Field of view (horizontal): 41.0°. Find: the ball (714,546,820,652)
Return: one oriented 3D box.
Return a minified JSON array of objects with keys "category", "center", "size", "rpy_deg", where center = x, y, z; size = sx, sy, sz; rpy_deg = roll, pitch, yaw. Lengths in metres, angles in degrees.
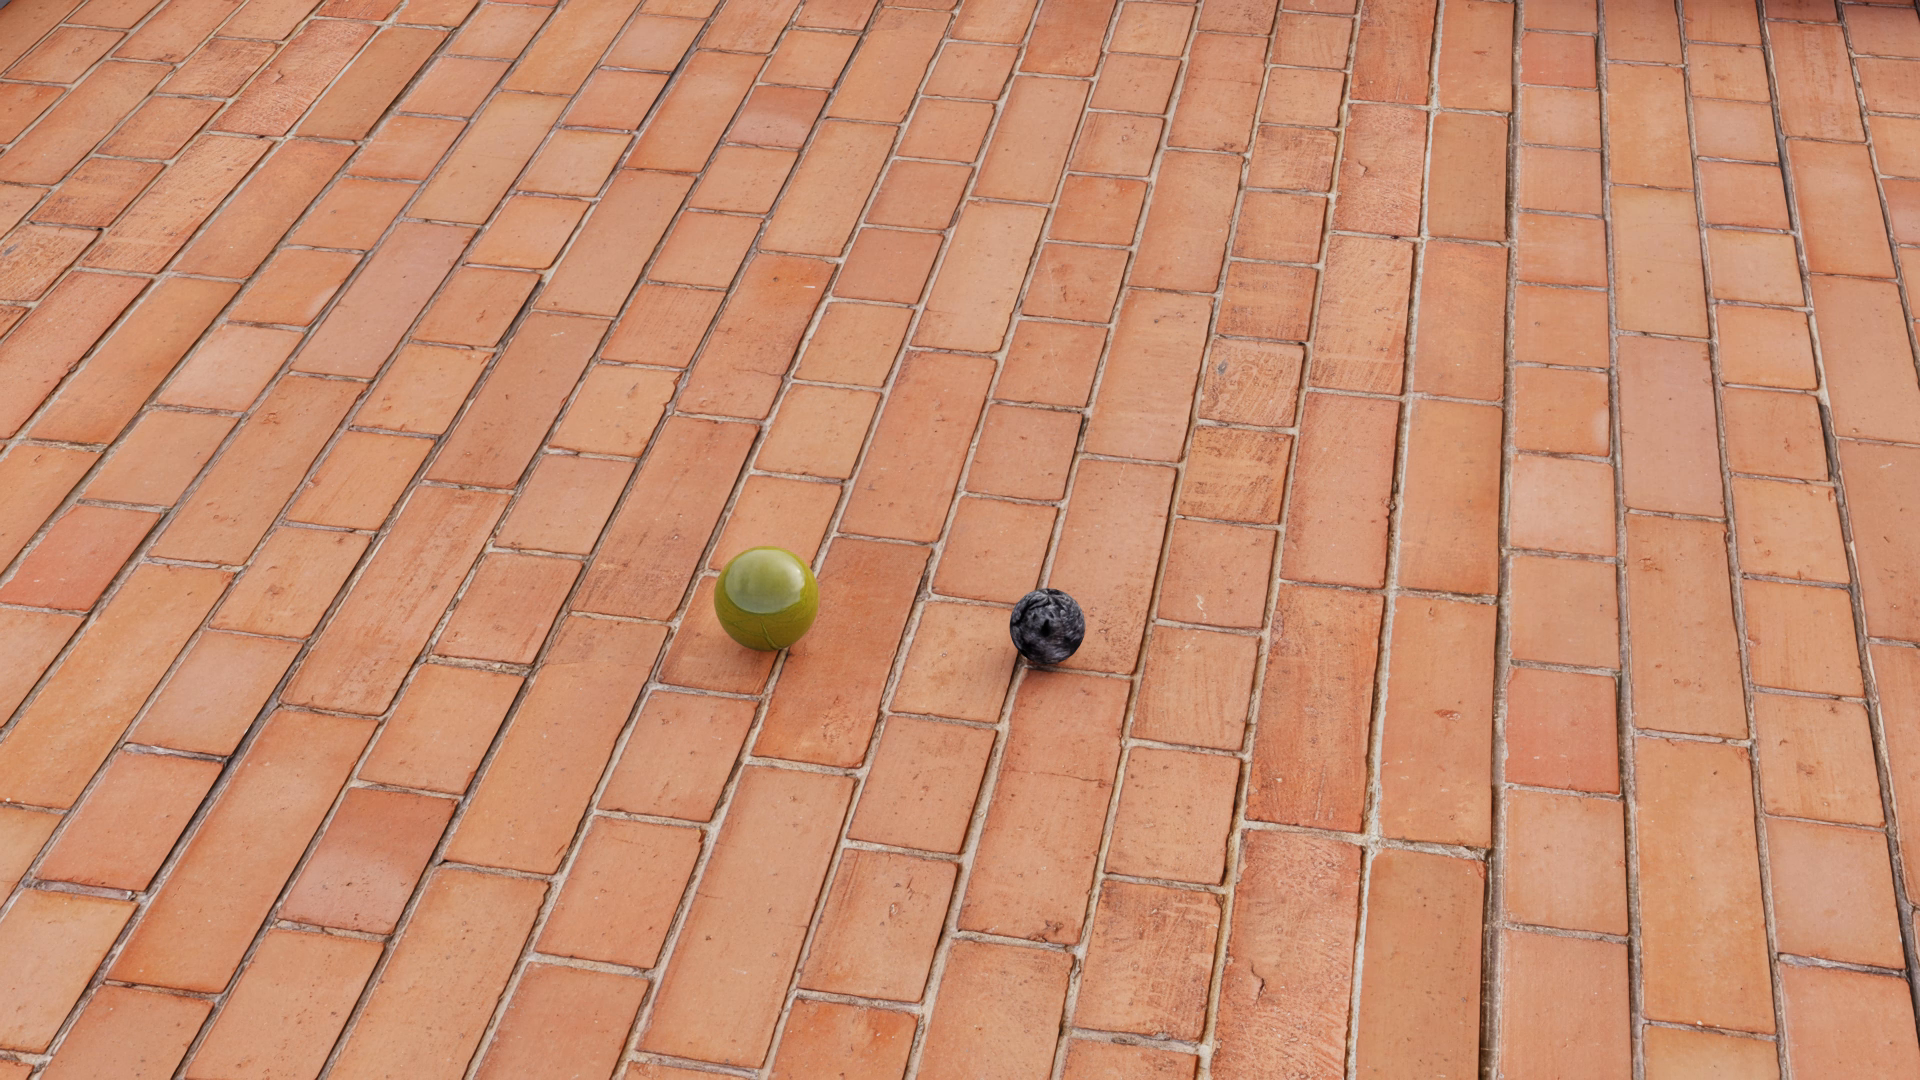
[{"category":"ball","center":[-0.125,0.038,1.665],"size":[0.069,0.069,0.069],"rpy_deg":[0,35,0]}]

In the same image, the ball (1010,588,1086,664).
[{"category":"ball","center":[0.056,0.056,1.657],"size":[0.049,0.049,0.049],"rpy_deg":[0,35,0]}]

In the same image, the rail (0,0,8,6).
[{"category":"rail","center":[-1.054,-0.142,1.868],"size":[0.045,0.124,2.303],"rpy_deg":[6,36,9]}]
